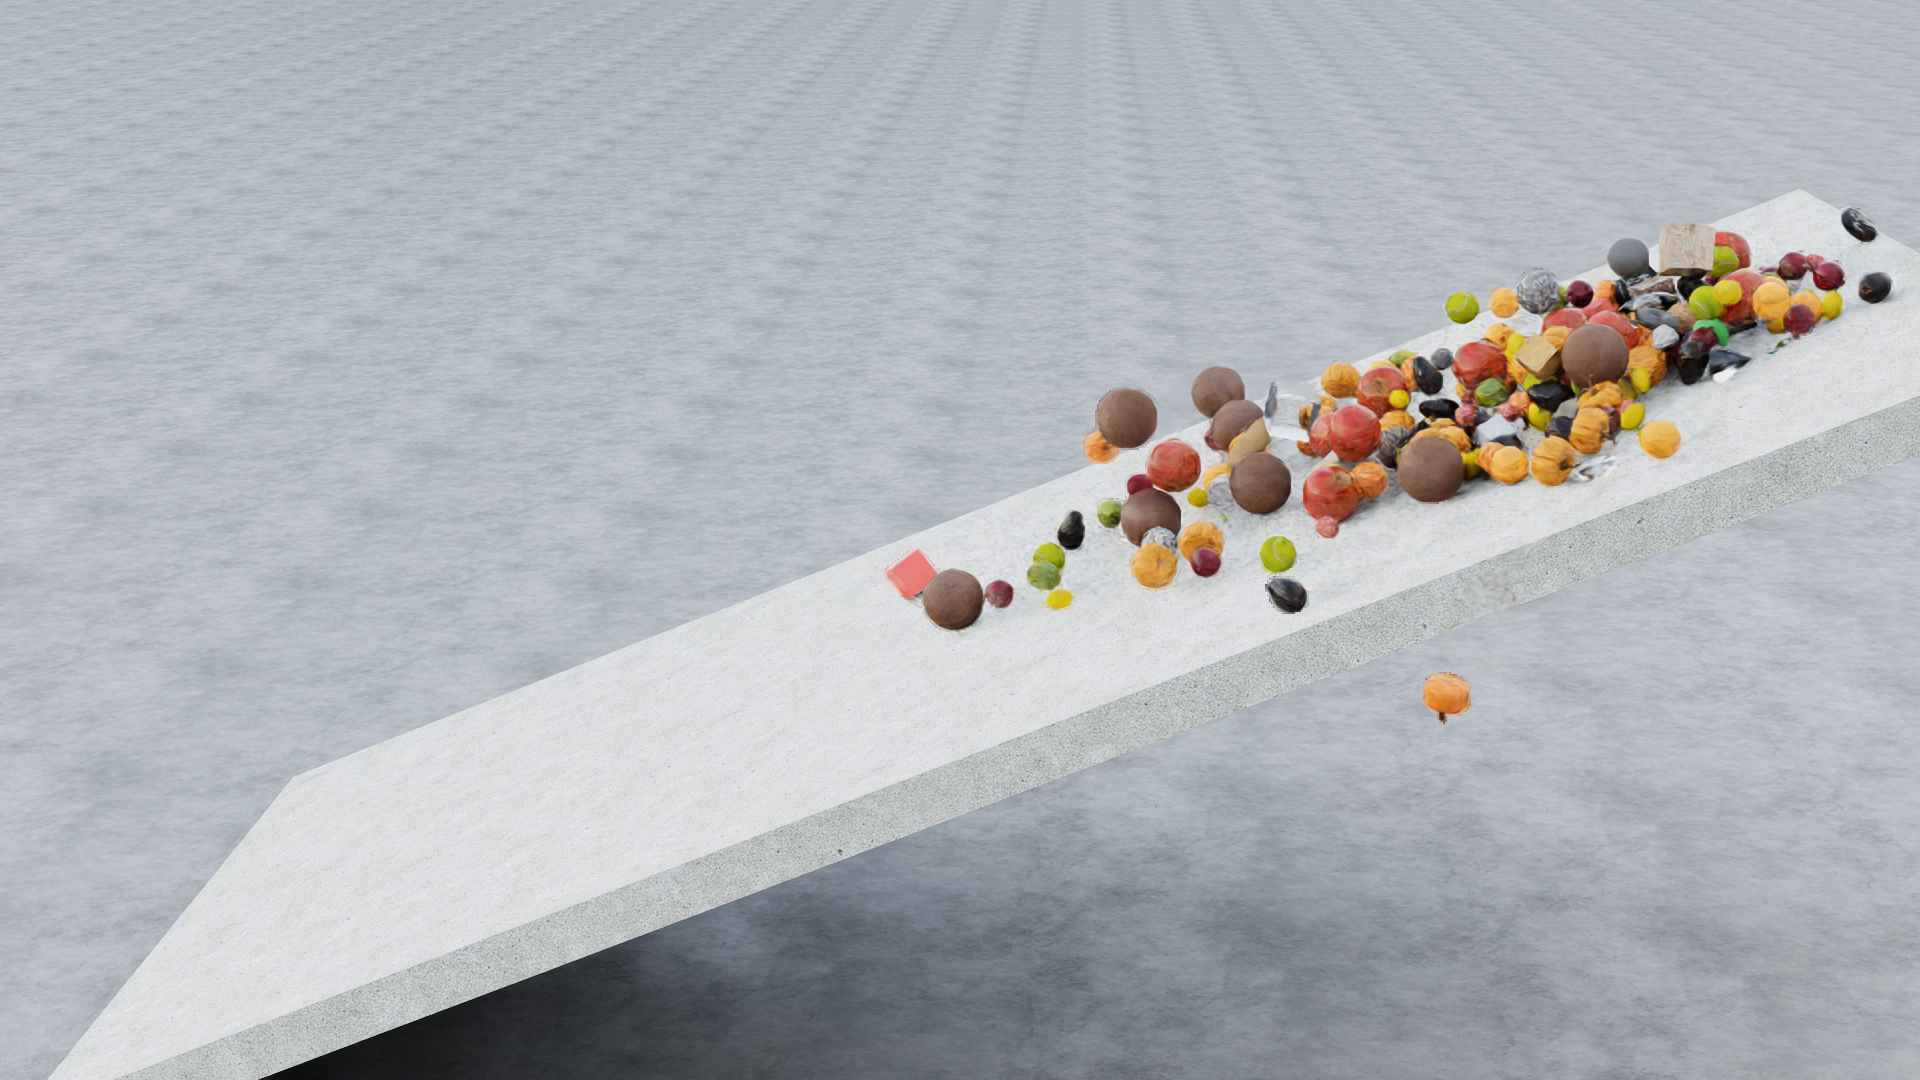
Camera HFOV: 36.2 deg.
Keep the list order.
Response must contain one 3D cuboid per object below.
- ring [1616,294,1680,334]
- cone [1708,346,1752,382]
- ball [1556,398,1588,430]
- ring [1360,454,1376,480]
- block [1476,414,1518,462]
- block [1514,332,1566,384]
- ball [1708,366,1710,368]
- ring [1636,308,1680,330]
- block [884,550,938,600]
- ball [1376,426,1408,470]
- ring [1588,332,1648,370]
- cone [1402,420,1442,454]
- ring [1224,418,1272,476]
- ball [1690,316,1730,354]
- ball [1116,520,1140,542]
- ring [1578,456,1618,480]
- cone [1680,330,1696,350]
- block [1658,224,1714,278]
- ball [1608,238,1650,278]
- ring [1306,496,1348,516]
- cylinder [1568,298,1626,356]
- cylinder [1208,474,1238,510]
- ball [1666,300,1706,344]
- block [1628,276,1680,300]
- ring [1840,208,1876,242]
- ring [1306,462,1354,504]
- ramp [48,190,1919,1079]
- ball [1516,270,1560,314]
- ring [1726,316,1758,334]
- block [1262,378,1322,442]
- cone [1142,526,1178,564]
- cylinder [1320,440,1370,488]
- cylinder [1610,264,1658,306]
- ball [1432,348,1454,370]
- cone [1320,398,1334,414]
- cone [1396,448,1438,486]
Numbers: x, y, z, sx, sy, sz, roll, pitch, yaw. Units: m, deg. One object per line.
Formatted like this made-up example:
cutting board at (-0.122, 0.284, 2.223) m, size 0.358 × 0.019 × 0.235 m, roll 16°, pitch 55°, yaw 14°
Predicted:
ring at (1.451, -0.476, 6.191) m, size 0.143 × 0.048 × 0.143 m, roll -8°, pitch -21°, yaw -3°
cone at (1.472, -0.339, 5.583) m, size 0.072 × 0.072 × 0.072 m, roll -14°, pitch 4°, yaw -43°
ball at (1.199, -0.246, 5.759) m, size 0.061 × 0.061 × 0.061 m, roll 0°, pitch 14°, yaw 0°
ring at (0.804, -0.144, 6.089) m, size 0.117 × 0.039 × 0.117 m, roll -22°, pitch 13°, yaw 5°
block at (1.054, -0.199, 5.772) m, size 0.058 × 0.058 × 0.058 m, roll -26°, pitch 47°, yaw -12°
block at (1.149, -0.361, 5.829) m, size 0.063 × 0.063 × 0.063 m, roll 43°, pitch 4°, yaw 30°
ball at (1.475, -0.342, 5.687) m, size 0.054 × 0.054 × 0.054 m, roll 0°, pitch 14°, yaw 0°
ring at (1.405, -0.443, 5.928) m, size 0.091 × 0.030 × 0.091 m, roll 11°, pitch 22°, yaw -5°
block at (-0.109, 0.078, 6.635) m, size 0.076 × 0.076 × 0.076 m, roll -39°, pitch 4°, yaw -16°
ball at (0.892, -0.188, 6.001) m, size 0.088 × 0.088 × 0.088 m, roll 0°, pitch 14°, yaw 0°
ring at (1.371, -0.392, 6.120) m, size 0.131 × 0.044 × 0.131 m, roll -23°, pitch 12°, yaw 5°
cone at (0.930, -0.218, 5.916) m, size 0.081 × 0.081 × 0.081 m, roll -2°, pitch 53°, yaw 3°
ring at (0.630, -0.201, 6.391) m, size 0.050 × 0.149 × 0.149 m, roll 37°, pitch 17°, yaw 0°
ball at (1.493, -0.408, 5.852) m, size 0.075 × 0.075 × 0.075 m, roll 0°, pitch 14°, yaw 0°
ball at (0.362, -0.019, 6.326) m, size 0.050 × 0.050 × 0.050 m, roll 0°, pitch 14°, yaw 0°
ring at (1.172, -0.132, 5.405) m, size 0.076 × 0.025 × 0.076 m, roll -22°, pitch 14°, yaw 6°
cone at (1.485, -0.417, 5.931) m, size 0.050 × 0.050 × 0.050 m, roll 29°, pitch 22°, yaw -13°
block at (1.495, -0.595, 6.056) m, size 0.091 × 0.091 × 0.091 m, roll 3°, pitch -5°, yaw -1°
ball at (1.400, -0.590, 6.157) m, size 0.086 × 0.086 × 0.086 m, roll 0°, pitch 14°, yaw 0°
ring at (0.740, -0.075, 5.930) m, size 0.089 × 0.030 × 0.089 m, roll -21°, pitch 13°, yaw 5°
cylinder at (1.358, -0.454, 6.258) m, size 0.092 × 0.092 × 0.092 m, roll -30°, pitch 8°, yaw 4°
cylinder at (0.562, -0.102, 6.290) m, size 0.062 × 0.062 × 0.062 m, roll 2°, pitch 17°, yaw 9°
ball at (1.485, -0.445, 6.021) m, size 0.088 × 0.088 × 0.088 m, roll 0°, pitch 14°, yaw 0°
block at (1.500, -0.522, 6.350) m, size 0.071 × 0.071 × 0.071 m, roll -25°, pitch 12°, yaw -13°
ring at (1.909, -0.668, 6.250) m, size 0.089 × 0.030 × 0.089 m, roll 25°, pitch 36°, yaw -20°
ring at (0.742, -0.114, 5.896) m, size 0.094 × 0.094 × 0.031 m, roll 3°, pitch -29°, yaw 14°
ramp at (0.125, 0.173, 6.289) m, size 4.000 × 0.100 × 2.000 m, roll -21°, pitch 12°, yaw 7°
ball at (1.213, -0.520, 6.174) m, size 0.090 × 0.090 × 0.090 m, roll 0°, pitch 14°, yaw 0°
ring at (1.574, -0.433, 5.944) m, size 0.075 × 0.025 × 0.075 m, roll -18°, pitch 0°, yaw 0°
block at (0.713, -0.278, 6.320) m, size 0.093 × 0.093 × 0.093 m, roll 8°, pitch 28°, yaw -9°
cone at (0.416, 0.000, 6.019) m, size 0.077 × 0.077 × 0.077 m, roll -2°, pitch -15°, yaw -7°
cylinder at (0.777, -0.146, 5.970) m, size 0.082 × 0.082 × 0.082 m, roll 15°, pitch 49°, yaw -18°
cylinder at (1.486, -0.546, 6.440) m, size 0.087 × 0.087 × 0.087 m, roll -31°, pitch 16°, yaw 1°
ball at (1.096, -0.412, 6.685) m, size 0.050 × 0.050 × 0.050 m, roll 0°, pitch 14°, yaw 0°
cone at (0.836, -0.312, 6.775) m, size 0.066 × 0.066 × 0.066 m, roll -20°, pitch 4°, yaw 27°
cone at (0.892, -0.162, 5.834) m, size 0.080 × 0.080 × 0.080 m, roll -13°, pitch 40°, yaw -41°
